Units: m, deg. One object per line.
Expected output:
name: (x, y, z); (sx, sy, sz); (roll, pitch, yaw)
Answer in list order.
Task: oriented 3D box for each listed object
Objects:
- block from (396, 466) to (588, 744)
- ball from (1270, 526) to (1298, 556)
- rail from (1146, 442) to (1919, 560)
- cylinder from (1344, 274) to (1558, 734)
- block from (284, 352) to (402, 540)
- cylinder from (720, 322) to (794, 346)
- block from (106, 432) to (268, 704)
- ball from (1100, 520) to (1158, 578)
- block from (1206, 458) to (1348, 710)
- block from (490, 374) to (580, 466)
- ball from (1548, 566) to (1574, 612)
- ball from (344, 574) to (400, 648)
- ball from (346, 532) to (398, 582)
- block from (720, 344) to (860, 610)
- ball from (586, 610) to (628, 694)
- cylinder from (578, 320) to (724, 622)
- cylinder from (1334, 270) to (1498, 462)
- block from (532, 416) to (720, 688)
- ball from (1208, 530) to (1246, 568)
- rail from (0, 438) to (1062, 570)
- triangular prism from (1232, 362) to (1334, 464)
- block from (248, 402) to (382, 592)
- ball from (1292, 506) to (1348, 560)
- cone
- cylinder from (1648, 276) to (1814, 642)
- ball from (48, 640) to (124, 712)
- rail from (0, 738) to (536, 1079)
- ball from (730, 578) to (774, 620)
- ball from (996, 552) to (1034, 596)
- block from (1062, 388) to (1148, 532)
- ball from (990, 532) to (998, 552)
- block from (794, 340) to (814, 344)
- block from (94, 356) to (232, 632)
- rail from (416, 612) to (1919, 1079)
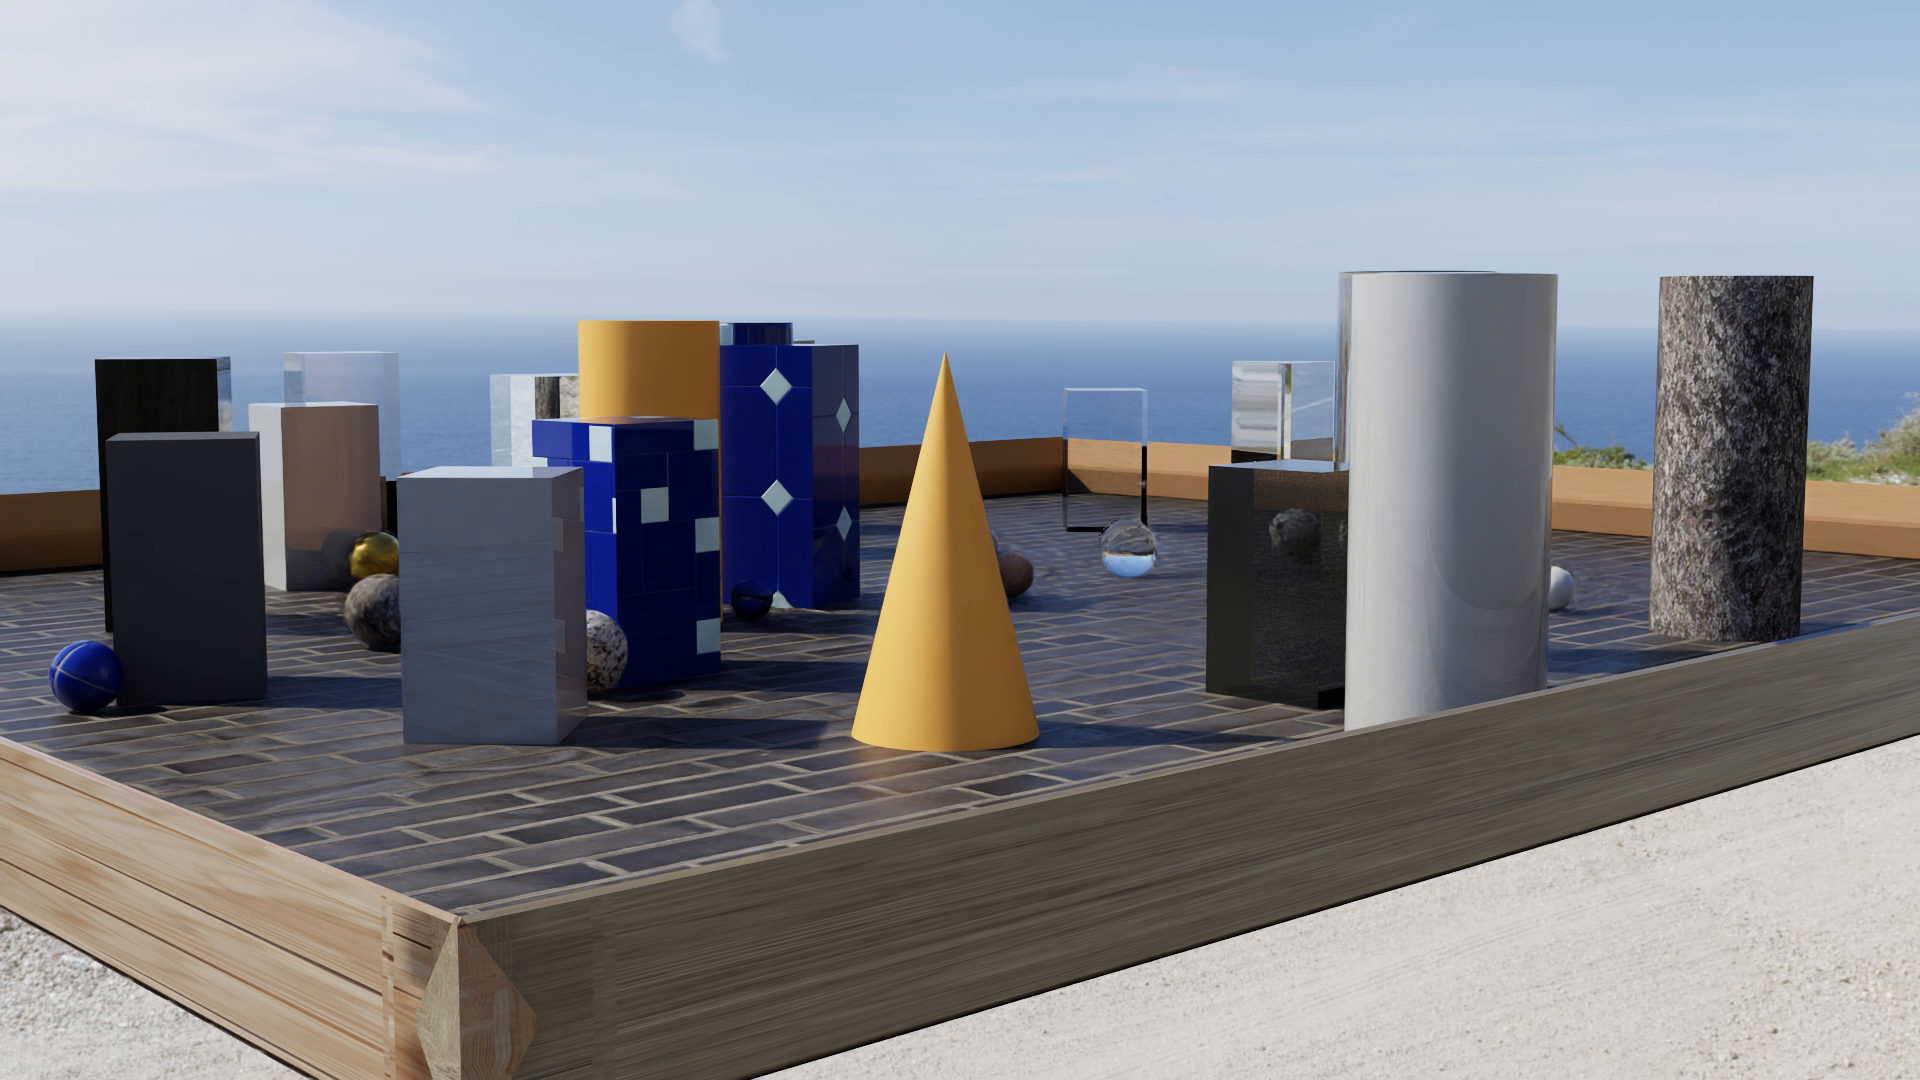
block: (-0.493, 0.065, 2.335); (0.160, 0.276, 0.160); (0, 6, 2)
ball: (0.593, 0.002, 4.007); (0.056, 0.056, 0.056); (0, 6, 0)
rail: (1.219, -0.083, 4.451); (0.045, 0.130, 2.880); (-5, 8, -42)
cylinder: (0.490, -0.024, 2.206); (0.200, 0.480, 0.200); (0, 6, 0)
block: (-1.078, -0.141, 3.844); (0.160, 0.373, 0.160); (-3, 7, -29)
cylinder: (-0.406, -0.189, 4.058); (0.200, 0.424, 0.200); (0, 6, 0)
block: (-0.903, 0.028, 2.580); (0.160, 0.300, 0.160); (-2, 6, -16)
ball: (0.282, 0.015, 3.677); (0.098, 0.098, 0.098); (0, 6, 0)
block: (0.401, 0.046, 2.565); (0.160, 0.266, 0.160); (6, 8, 45)
block: (-0.719, -0.126, 3.897); (0.160, 0.333, 0.160); (-5, 8, -40)
ball: (0.876, 0.072, 3.264); (0.069, 0.069, 0.069); (0, 6, 0)
ball: (-0.765, 0.093, 2.917); (0.099, 0.099, 0.099); (0, 6, 0)
ball: (-0.935, 0.033, 3.525); (0.093, 0.093, 0.093); (0, 6, 0)
block: (-0.261, -0.102, 3.378); (0.160, 0.393, 0.160); (3, 6, 23)
ball: (-0.437, 0.130, 2.559); (0.100, 0.100, 0.100); (0, 6, 0)
cylinder: (-0.442, -0.097, 3.147); (0.200, 0.431, 0.200); (0, 6, 0)
cylinder: (0.578, -0.093, 2.807); (0.200, 0.494, 0.200); (0, 6, 0)
block: (-0.409, 0.009, 2.698); (0.160, 0.313, 0.160); (5, 8, 42)
ball: (0.464, 0.016, 3.816); (0.066, 0.066, 0.066); (0, 6, 0)
rail: (-0.960, -0.074, 4.367); (3.365, 0.130, 0.045); (-5, 8, -42)
triangular prism: (0.539, -0.130, 3.817); (0.150, 0.358, 0.173); (4, 7, 35)
block: (-1.056, -0.076, 3.603); (0.160, 0.293, 0.160); (-4, 7, -35)
ball: (0.648, -0.014, 3.955); (0.097, 0.097, 0.097); (0, 6, 0)
cone: (-0.015, 0.003, 2.310); (0.200, 0.405, 0.200); (0, 6, 0)
cylinder: (1.066, -0.117, 3.046); (0.200, 0.492, 0.200); (0, 6, 0)
ball: (-0.975, 0.152, 2.455); (0.079, 0.079, 0.079); (0, 6, 0)
rail: (-1.219, 0.150, 2.213); (0.045, 0.130, 2.880); (-5, 8, -42)
ball: (-0.301, 0.085, 3.183); (0.061, 0.061, 0.061); (0, 6, 0)
ball: (0.080, 0.054, 3.440); (0.070, 0.070, 0.070); (0, 6, 0)
block: (0.296, -0.167, 4.516); (0.160, 0.286, 0.160); (0, 6, -1)
ball: (0.046, 0.007, 4.003); (0.047, 0.047, 0.047); (0, 6, 0)
block: (-0.408, -0.214, 4.494); (0.160, 0.385, 0.160); (4, 7, 35)
block: (-1.126, -0.070, 3.133); (0.160, 0.379, 0.160); (-1, 6, -12)
rail: (0.960, 0.141, 2.296); (3.365, 0.130, 0.045); (-5, 8, -42)
